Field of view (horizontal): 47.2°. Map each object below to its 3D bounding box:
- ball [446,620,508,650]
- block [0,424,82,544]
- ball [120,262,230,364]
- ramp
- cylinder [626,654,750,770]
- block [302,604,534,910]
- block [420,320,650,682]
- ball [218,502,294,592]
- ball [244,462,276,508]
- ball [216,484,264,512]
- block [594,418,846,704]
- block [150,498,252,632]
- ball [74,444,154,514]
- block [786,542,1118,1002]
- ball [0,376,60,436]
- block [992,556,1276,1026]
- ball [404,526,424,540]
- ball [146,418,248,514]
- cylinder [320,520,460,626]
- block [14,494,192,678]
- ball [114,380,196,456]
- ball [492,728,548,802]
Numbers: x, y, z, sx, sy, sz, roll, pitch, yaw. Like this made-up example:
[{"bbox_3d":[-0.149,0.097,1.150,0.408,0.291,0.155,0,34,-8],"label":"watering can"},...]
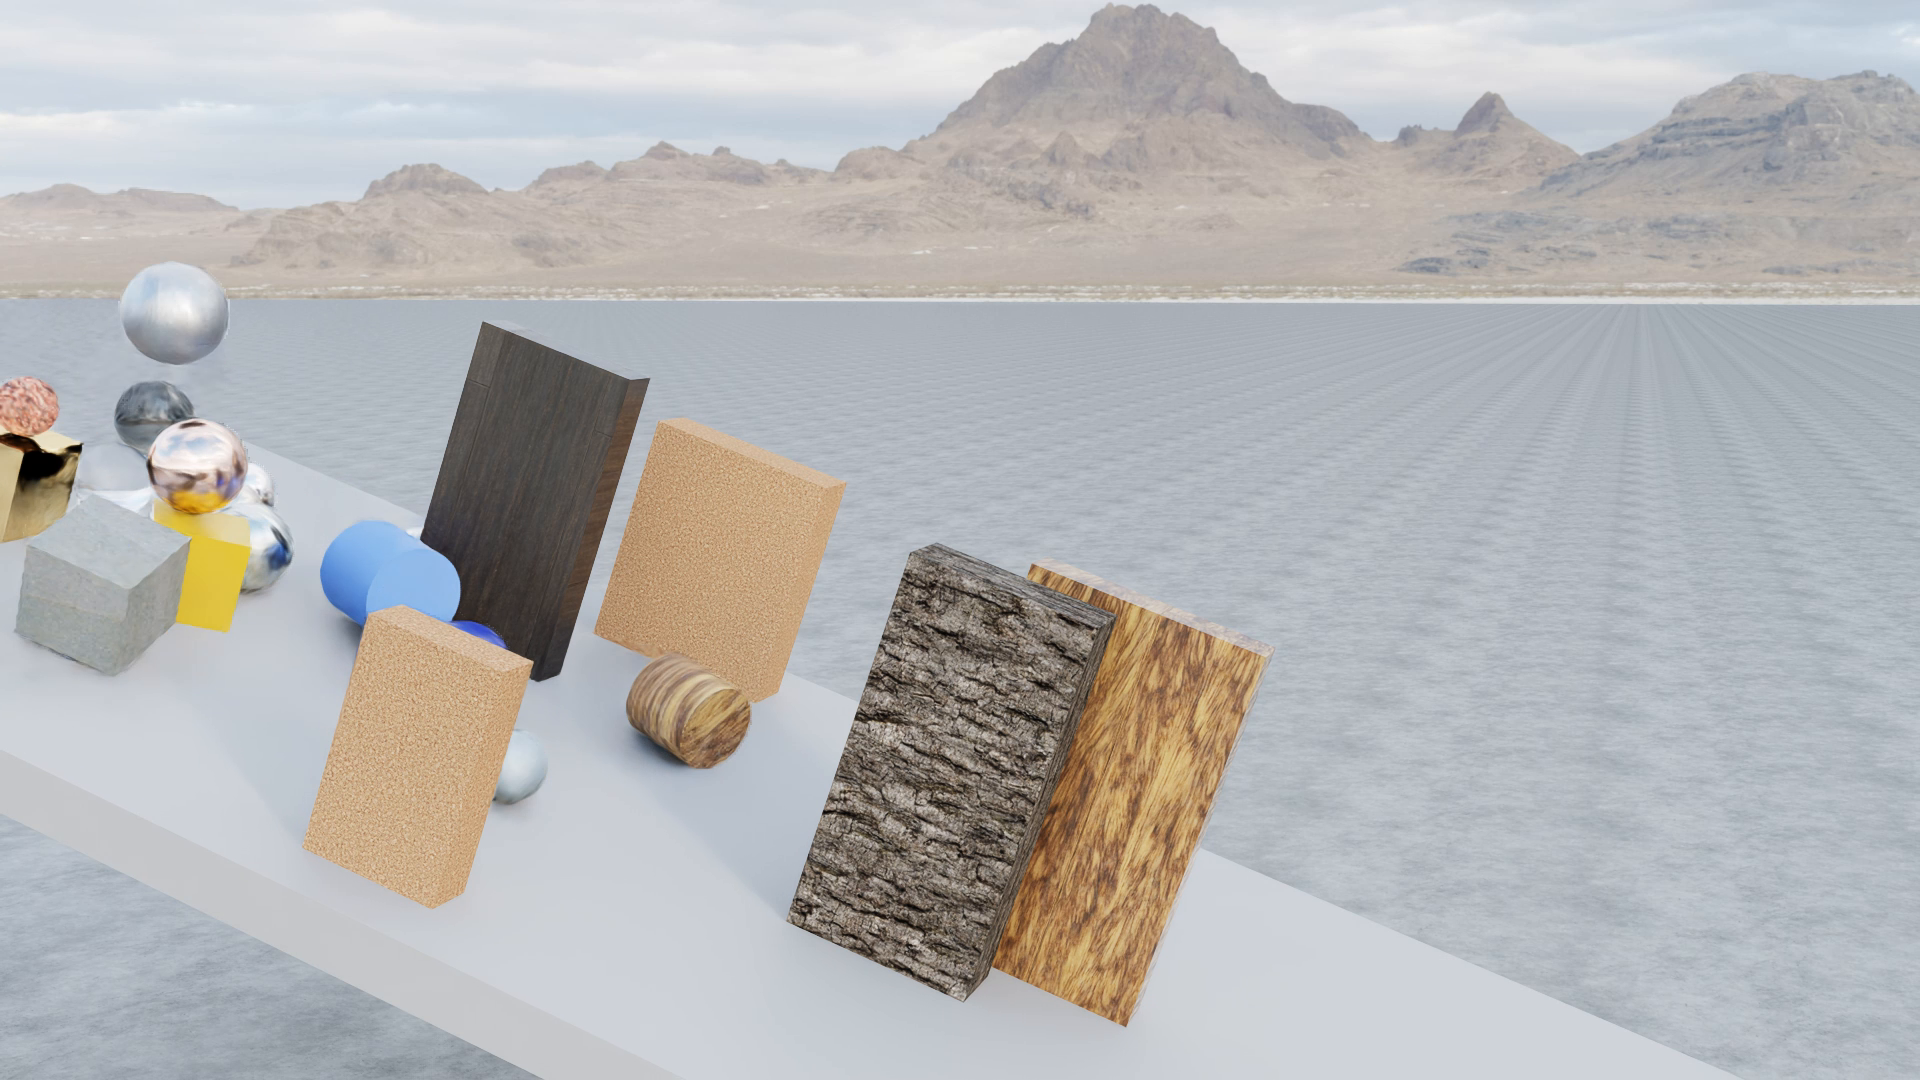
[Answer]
[{"bbox_3d":[-0.958,0.254,4.217,0.201,0.201,0.201,0,7,0],"label":"ball"},{"bbox_3d":[-1.938,-0.130,4.452,0.192,0.192,0.192,21,12,9],"label":"block"},{"bbox_3d":[-1.562,-0.451,4.376,0.204,0.204,0.204,0,7,0],"label":"ball"},{"bbox_3d":[-0.340,0.629,4.215,4.000,0.100,2.000,22,12,14],"label":"ramp"},{"bbox_3d":[-0.553,0.348,4.472,0.177,0.177,0.177,28,23,36],"label":"cylinder"},{"bbox_3d":[-0.860,0.341,3.484,0.245,0.408,0.099,22,12,14],"label":"block"},{"bbox_3d":[-0.922,-0.083,4.628,0.353,0.675,0.096,22,12,14],"label":"block"},{"bbox_3d":[-1.471,0.014,4.537,0.186,0.186,0.186,0,7,0],"label":"ball"},{"bbox_3d":[-1.580,-0.103,4.848,0.139,0.139,0.139,0,7,0],"label":"ball"},{"bbox_3d":[-1.565,-0.046,4.677,0.172,0.172,0.172,0,7,0],"label":"ball"},{"bbox_3d":[-0.549,0.042,5.008,0.423,0.521,0.138,22,12,14],"label":"block"},{"bbox_3d":[-1.512,0.050,4.326,0.181,0.181,0.181,14,13,-24],"label":"block"},{"bbox_3d":[-1.807,-0.125,4.700,0.162,0.162,0.162,0,7,0],"label":"ball"},{"bbox_3d":[-0.017,0.399,3.809,0.346,0.700,0.147,22,12,14],"label":"block"},{"bbox_3d":[-1.873,-0.268,4.413,0.121,0.121,0.121,0,7,0],"label":"ball"},{"bbox_3d":[0.225,0.446,3.924,0.439,0.718,0.105,22,12,14],"label":"block"},{"bbox_3d":[-1.226,0.032,4.979,0.124,0.124,0.124,0,7,0],"label":"ball"},{"bbox_3d":[-1.496,-0.144,4.316,0.187,0.187,0.187,0,7,0],"label":"ball"},{"bbox_3d":[-1.171,0.088,4.520,0.208,0.208,0.208,-6,21,-41],"label":"cylinder"},{"bbox_3d":[-1.537,0.080,3.948,0.199,0.199,0.199,24,31,2],"label":"block"},{"bbox_3d":[-1.754,-0.264,4.791,0.168,0.168,0.168,0,7,0],"label":"ball"},{"bbox_3d":[-0.807,0.404,3.947,0.133,0.133,0.133,0,7,0],"label":"ball"}]
